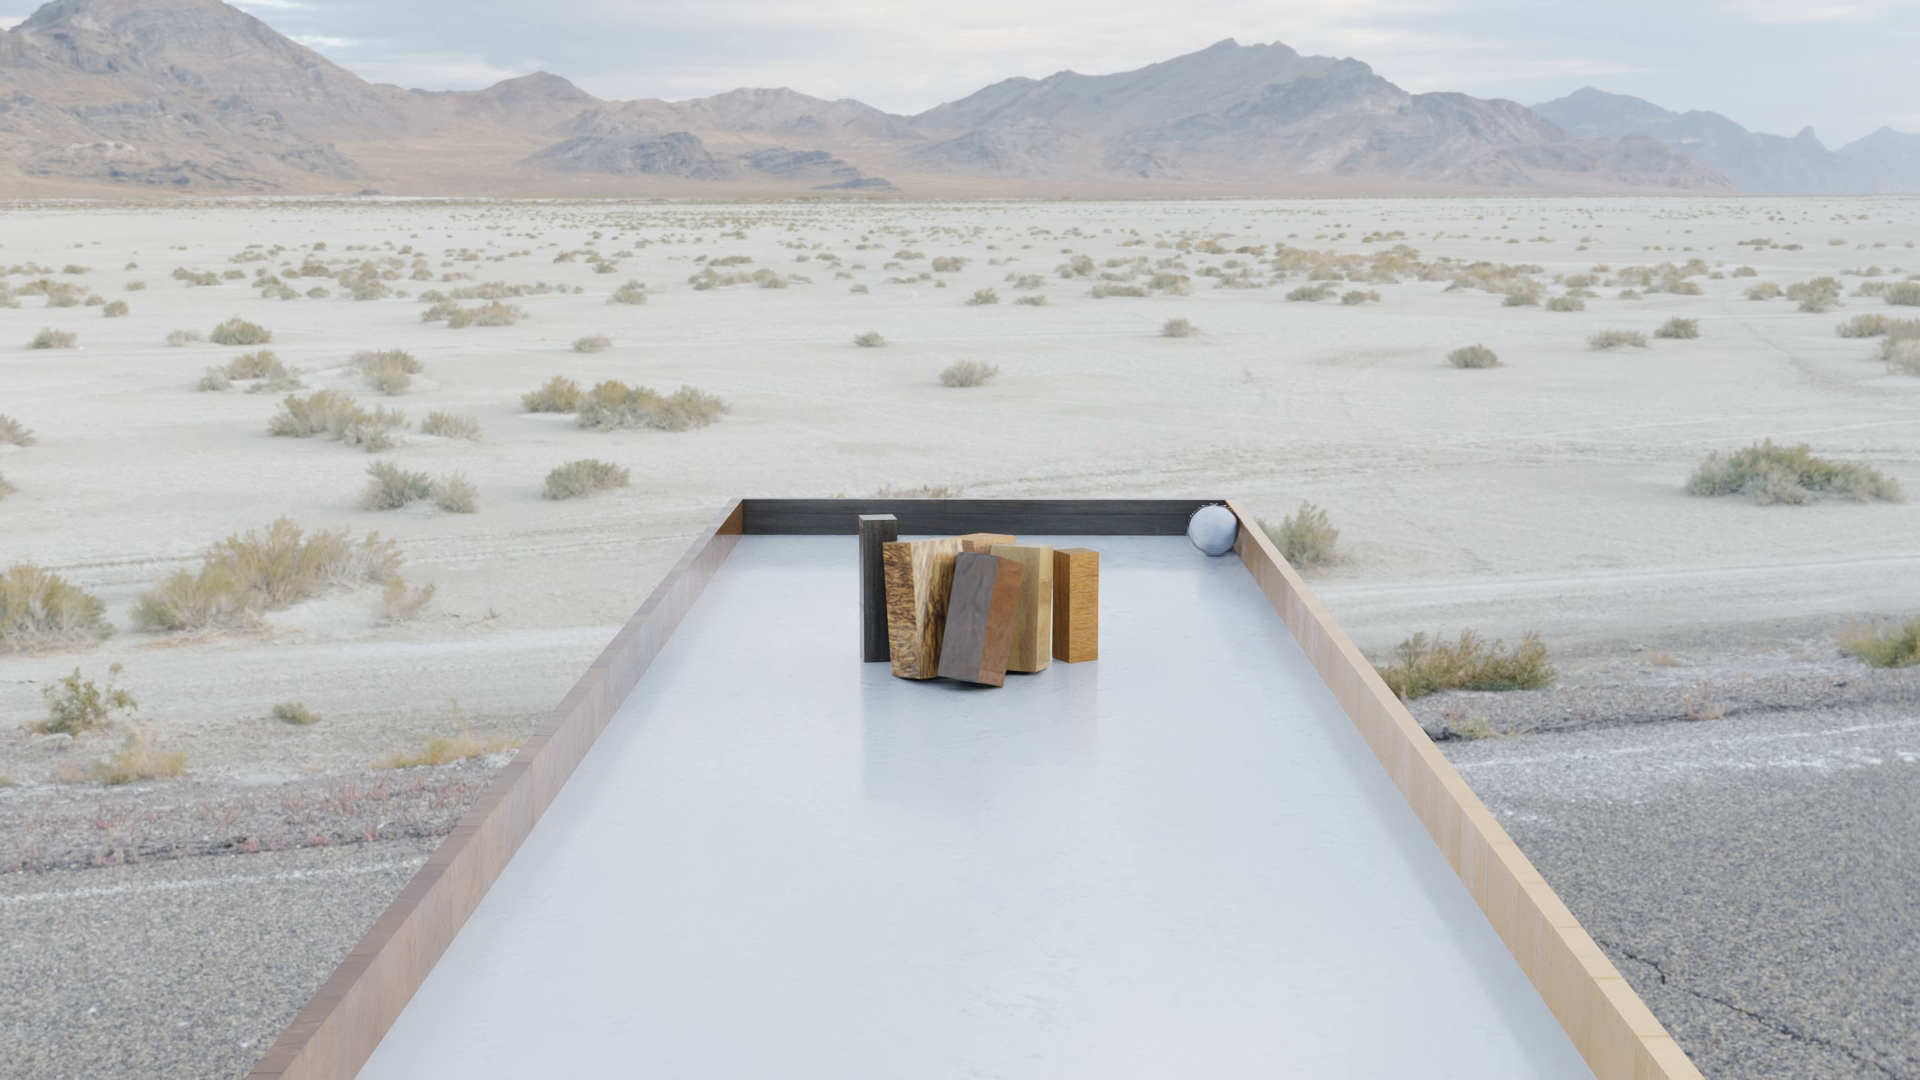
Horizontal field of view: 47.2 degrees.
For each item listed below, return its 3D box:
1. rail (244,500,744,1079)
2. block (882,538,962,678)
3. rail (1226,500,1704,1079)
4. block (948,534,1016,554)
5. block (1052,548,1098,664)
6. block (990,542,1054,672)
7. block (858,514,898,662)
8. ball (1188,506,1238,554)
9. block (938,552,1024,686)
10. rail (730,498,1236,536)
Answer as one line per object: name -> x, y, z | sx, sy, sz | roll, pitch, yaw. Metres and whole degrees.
rail -> -1.004, 0.839, 3.234 | 0.050, 0.150, 12.000 | 0, 9, 1
block -> -0.099, 0.197, 6.447 | 0.169, 0.395, 0.169 | -5, 3, -31
rail -> 1.046, 0.843, 3.208 | 0.050, 0.150, 12.000 | 0, 9, 1
block -> 0.062, 0.173, 6.705 | 0.162, 0.368, 0.162 | -7, 7, -37
block -> 0.351, 0.198, 6.695 | 0.102, 0.333, 0.102 | -5, 10, -28
block -> 0.178, 0.198, 6.548 | 0.154, 0.366, 0.154 | 3, 4, 17
block -> -0.248, 0.147, 6.687 | 0.103, 0.437, 0.103 | -2, 9, -10
ball -> 0.995, -0.039, 8.633 | 0.194, 0.194, 0.194 | 0, 9, 0
block -> 0.060, 0.228, 6.335 | 0.139, 0.361, 0.139 | 6, -7, 33
rail -> 0.099, -0.098, 9.147 | 2.100, 0.150, 0.050 | 0, 9, 1
